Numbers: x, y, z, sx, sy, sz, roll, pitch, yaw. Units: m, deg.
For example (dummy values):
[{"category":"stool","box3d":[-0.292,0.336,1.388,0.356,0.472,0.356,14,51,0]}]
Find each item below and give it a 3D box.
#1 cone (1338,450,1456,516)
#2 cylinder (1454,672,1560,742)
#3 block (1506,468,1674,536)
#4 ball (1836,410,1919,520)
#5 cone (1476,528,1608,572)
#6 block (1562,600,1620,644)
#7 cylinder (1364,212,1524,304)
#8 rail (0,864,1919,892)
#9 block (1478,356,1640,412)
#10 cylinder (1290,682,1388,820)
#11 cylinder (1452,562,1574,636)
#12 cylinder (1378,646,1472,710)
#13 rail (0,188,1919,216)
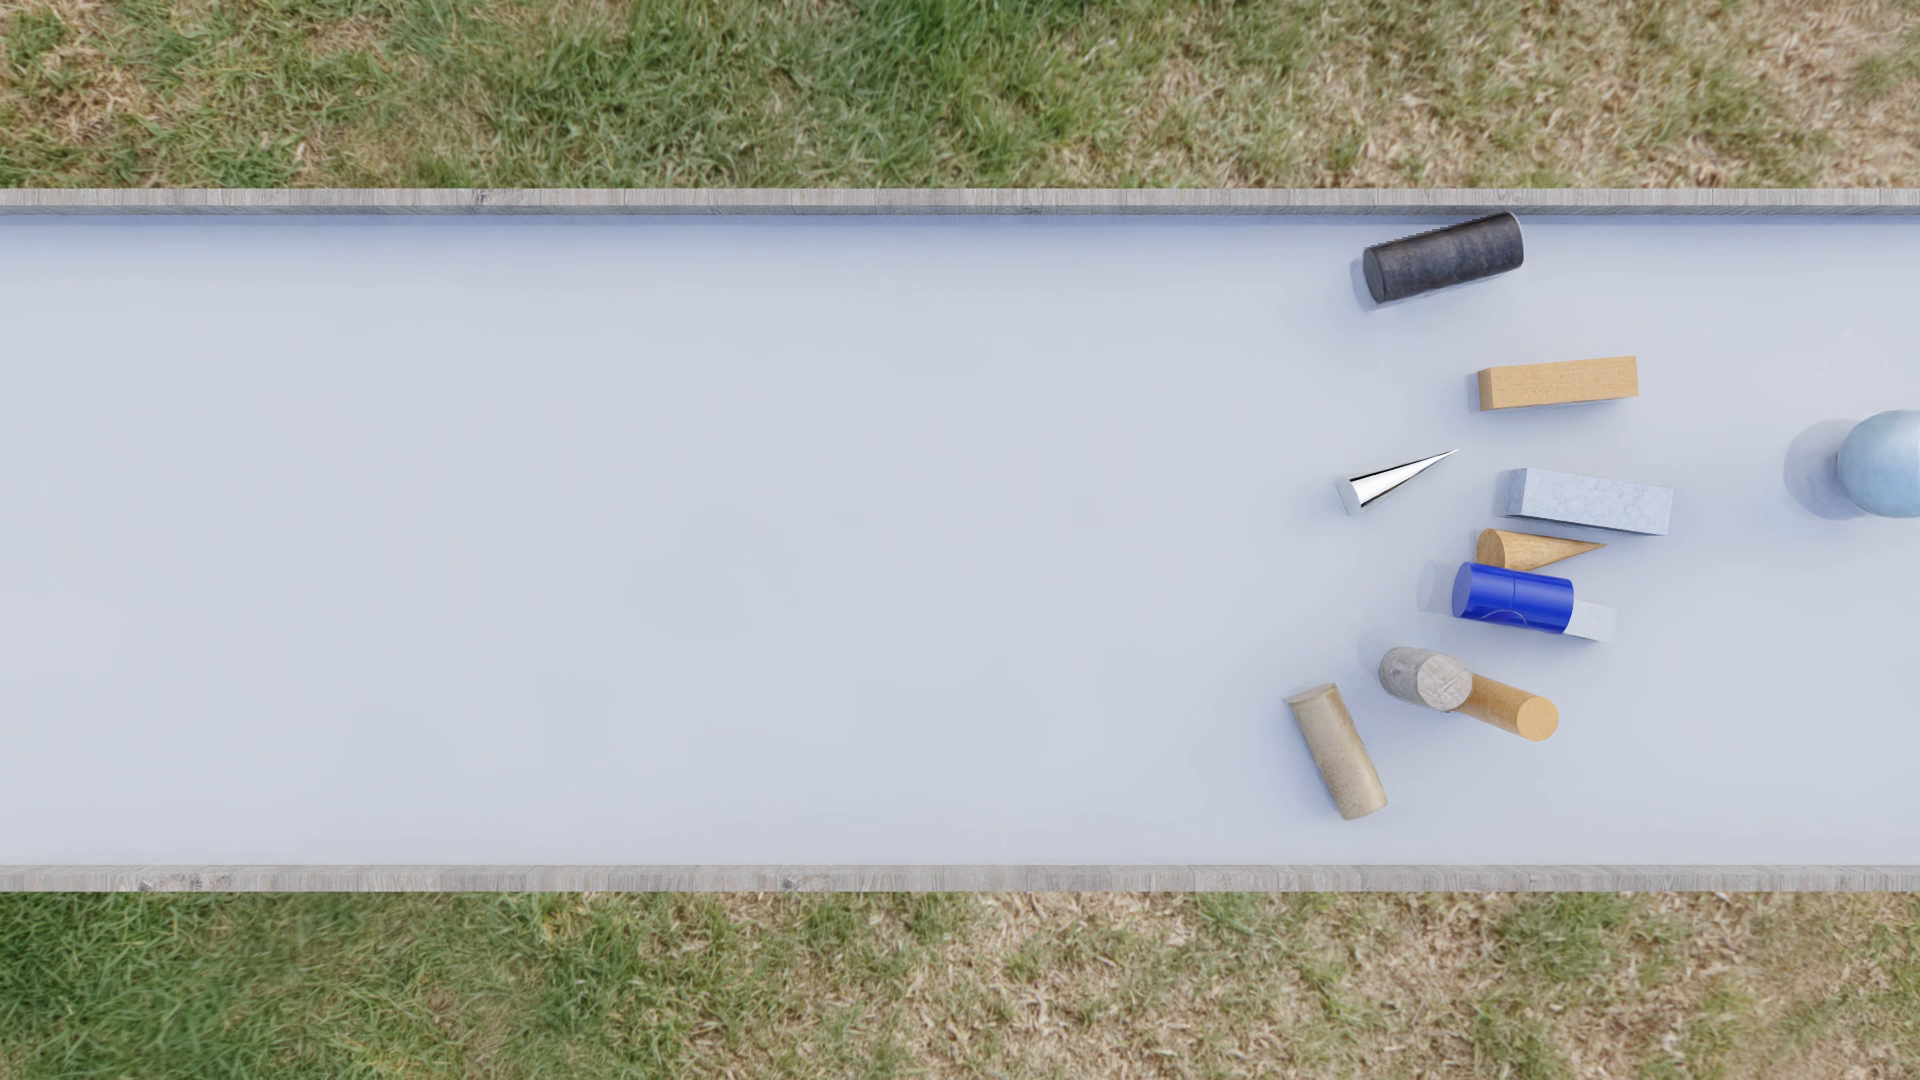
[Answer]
[{"category":"cone","box3d":[1.359,-0.207,5.043,0.390,0.134,0.134,-22,90,-10]},{"category":"cylinder","box3d":[1.586,0.485,4.844,0.127,0.449,0.127,-1,95,-9]},{"category":"block","box3d":[1.907,-0.115,5.006,0.441,0.142,0.142,8,90,0]},{"category":"ball","box3d":[2.797,-0.225,4.913,0.327,0.327,0.327,0,90,0]},{"category":"cone","box3d":[1.803,0.030,5.036,0.401,0.164,0.164,-5,90,-12]},{"category":"block","box3d":[1.795,0.220,5.024,0.371,0.106,0.106,12,90,0]},{"category":"cylinder","box3d":[1.461,-0.851,4.991,0.433,0.172,0.172,-14,90,0]},{"category":"rail","box3d":[-2.247,1.025,5.001,12.000,0.150,0.050,0,90,0]},{"category":"block","box3d":[1.816,-0.476,5.016,0.439,0.122,0.122,-5,90,0]},{"category":"cylinder","box3d":[1.151,0.639,5.003,0.147,0.147,0.389,-25,90,0]},{"category":"cylinder","box3d":[1.635,0.173,4.886,0.303,0.170,0.170,10,90,0]},{"category":"cylinder","box3d":[1.378,0.406,4.898,0.162,0.347,0.162,0,90,-4]},{"category":"rail","box3d":[-2.247,-1.025,5.002,12.000,0.150,0.050,0,90,0]}]
